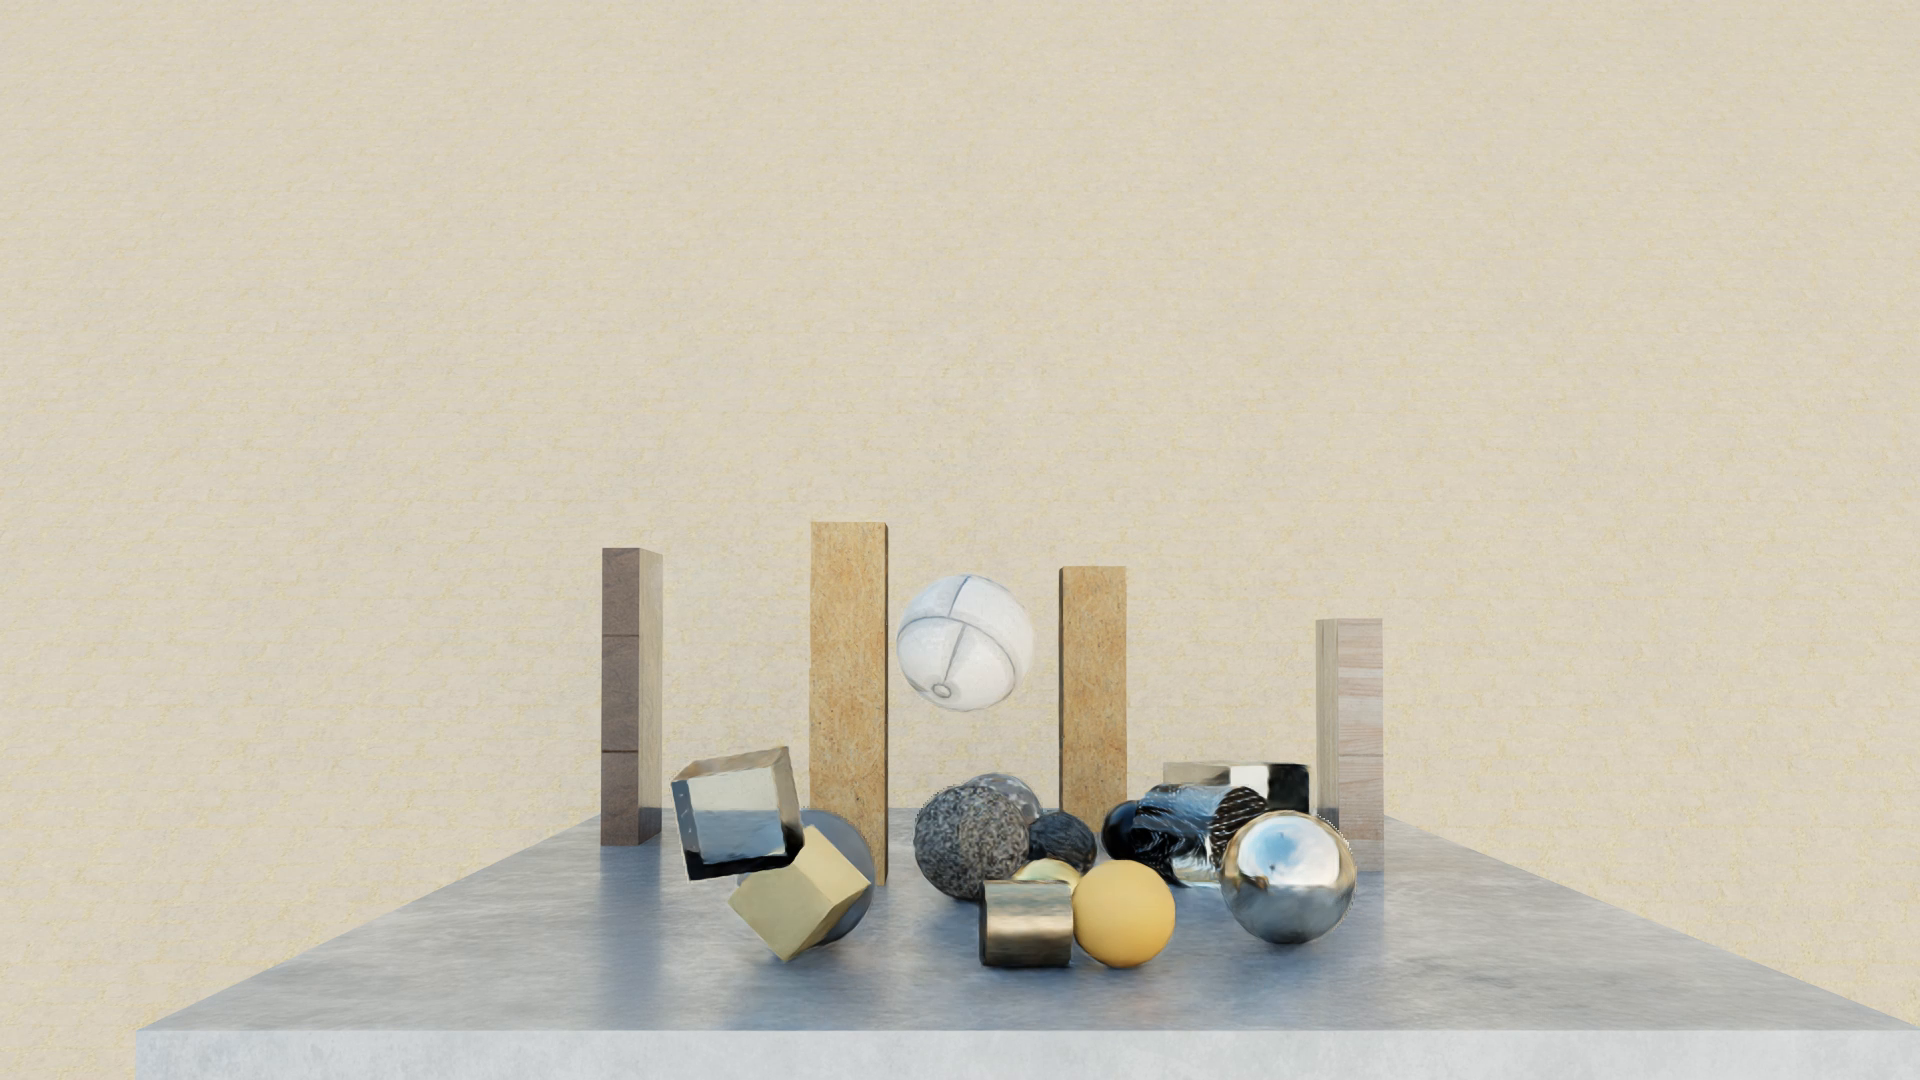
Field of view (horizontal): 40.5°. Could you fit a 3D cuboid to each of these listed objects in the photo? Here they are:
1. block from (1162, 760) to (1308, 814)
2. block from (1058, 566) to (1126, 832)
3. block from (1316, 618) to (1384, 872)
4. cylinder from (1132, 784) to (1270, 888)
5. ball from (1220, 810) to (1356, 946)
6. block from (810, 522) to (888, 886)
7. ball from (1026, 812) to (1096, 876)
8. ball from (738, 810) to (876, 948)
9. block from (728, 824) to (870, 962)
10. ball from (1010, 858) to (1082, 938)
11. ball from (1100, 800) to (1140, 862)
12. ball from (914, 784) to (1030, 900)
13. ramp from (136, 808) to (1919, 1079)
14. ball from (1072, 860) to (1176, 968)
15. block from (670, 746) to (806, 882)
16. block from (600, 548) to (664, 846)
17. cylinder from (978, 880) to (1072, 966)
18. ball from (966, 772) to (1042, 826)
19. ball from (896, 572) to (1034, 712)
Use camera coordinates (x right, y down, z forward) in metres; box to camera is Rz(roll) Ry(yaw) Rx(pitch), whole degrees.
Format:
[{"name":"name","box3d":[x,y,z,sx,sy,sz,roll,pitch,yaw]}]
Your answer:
[{"name":"block","box3d":[0.538,0.536,5.077,0.200,0.200,0.200,2,-3,-36]},{"name":"block","box3d":[0.313,0.374,6.174,0.145,0.614,0.303,0,-2,0]},{"name":"block","box3d":[0.766,0.397,5.125,0.085,0.482,0.315,0,-2,0]},{"name":"cylinder","box3d":[0.432,0.527,4.624,0.180,0.180,0.180,-3,26,45]},{"name":"ball","box3d":[0.470,0.485,3.736,0.193,0.193,0.193,0,36,0]},{"name":"block","box3d":[-0.203,0.298,4.794,0.134,0.652,0.241,0,-2,0]},{"name":"ball","box3d":[0.174,0.549,4.594,0.136,0.136,0.136,0,36,0]},{"name":"ball","box3d":[-0.219,0.482,3.705,0.196,0.196,0.196,0,36,0]},{"name":"block","box3d":[-0.218,0.478,3.525,0.115,0.115,0.115,44,22,11]},{"name":"ball","box3d":[0.125,0.520,3.732,0.124,0.124,0.124,0,36,0]},{"name":"ball","box3d":[0.338,0.572,5.068,0.128,0.128,0.128,0,36,0]},{"name":"ball","box3d":[0.019,0.510,4.388,0.195,0.195,0.195,0,36,0]},{"name":"ramp","box3d":[0.080,0.679,4.898,2.000,0.100,4.000,0,-2,0]},{"name":"ball","box3d":[0.216,0.498,3.468,0.143,0.143,0.143,0,36,0]},{"name":"block","box3d":[-0.284,0.352,3.353,0.130,0.130,0.130,-9,6,7]},{"name":"block","box3d":[-0.731,0.346,5.817,0.081,0.641,0.442,0,-2,0]},{"name":"cylinder","box3d":[0.086,0.512,3.477,0.114,0.114,0.114,1,36,-5]},{"name":"ball","box3d":[0.068,0.541,5.007,0.184,0.184,0.184,0,36,0]},{"name":"ball","box3d":[0.006,0.118,3.012,0.161,0.161,0.161,0,36,0]}]
